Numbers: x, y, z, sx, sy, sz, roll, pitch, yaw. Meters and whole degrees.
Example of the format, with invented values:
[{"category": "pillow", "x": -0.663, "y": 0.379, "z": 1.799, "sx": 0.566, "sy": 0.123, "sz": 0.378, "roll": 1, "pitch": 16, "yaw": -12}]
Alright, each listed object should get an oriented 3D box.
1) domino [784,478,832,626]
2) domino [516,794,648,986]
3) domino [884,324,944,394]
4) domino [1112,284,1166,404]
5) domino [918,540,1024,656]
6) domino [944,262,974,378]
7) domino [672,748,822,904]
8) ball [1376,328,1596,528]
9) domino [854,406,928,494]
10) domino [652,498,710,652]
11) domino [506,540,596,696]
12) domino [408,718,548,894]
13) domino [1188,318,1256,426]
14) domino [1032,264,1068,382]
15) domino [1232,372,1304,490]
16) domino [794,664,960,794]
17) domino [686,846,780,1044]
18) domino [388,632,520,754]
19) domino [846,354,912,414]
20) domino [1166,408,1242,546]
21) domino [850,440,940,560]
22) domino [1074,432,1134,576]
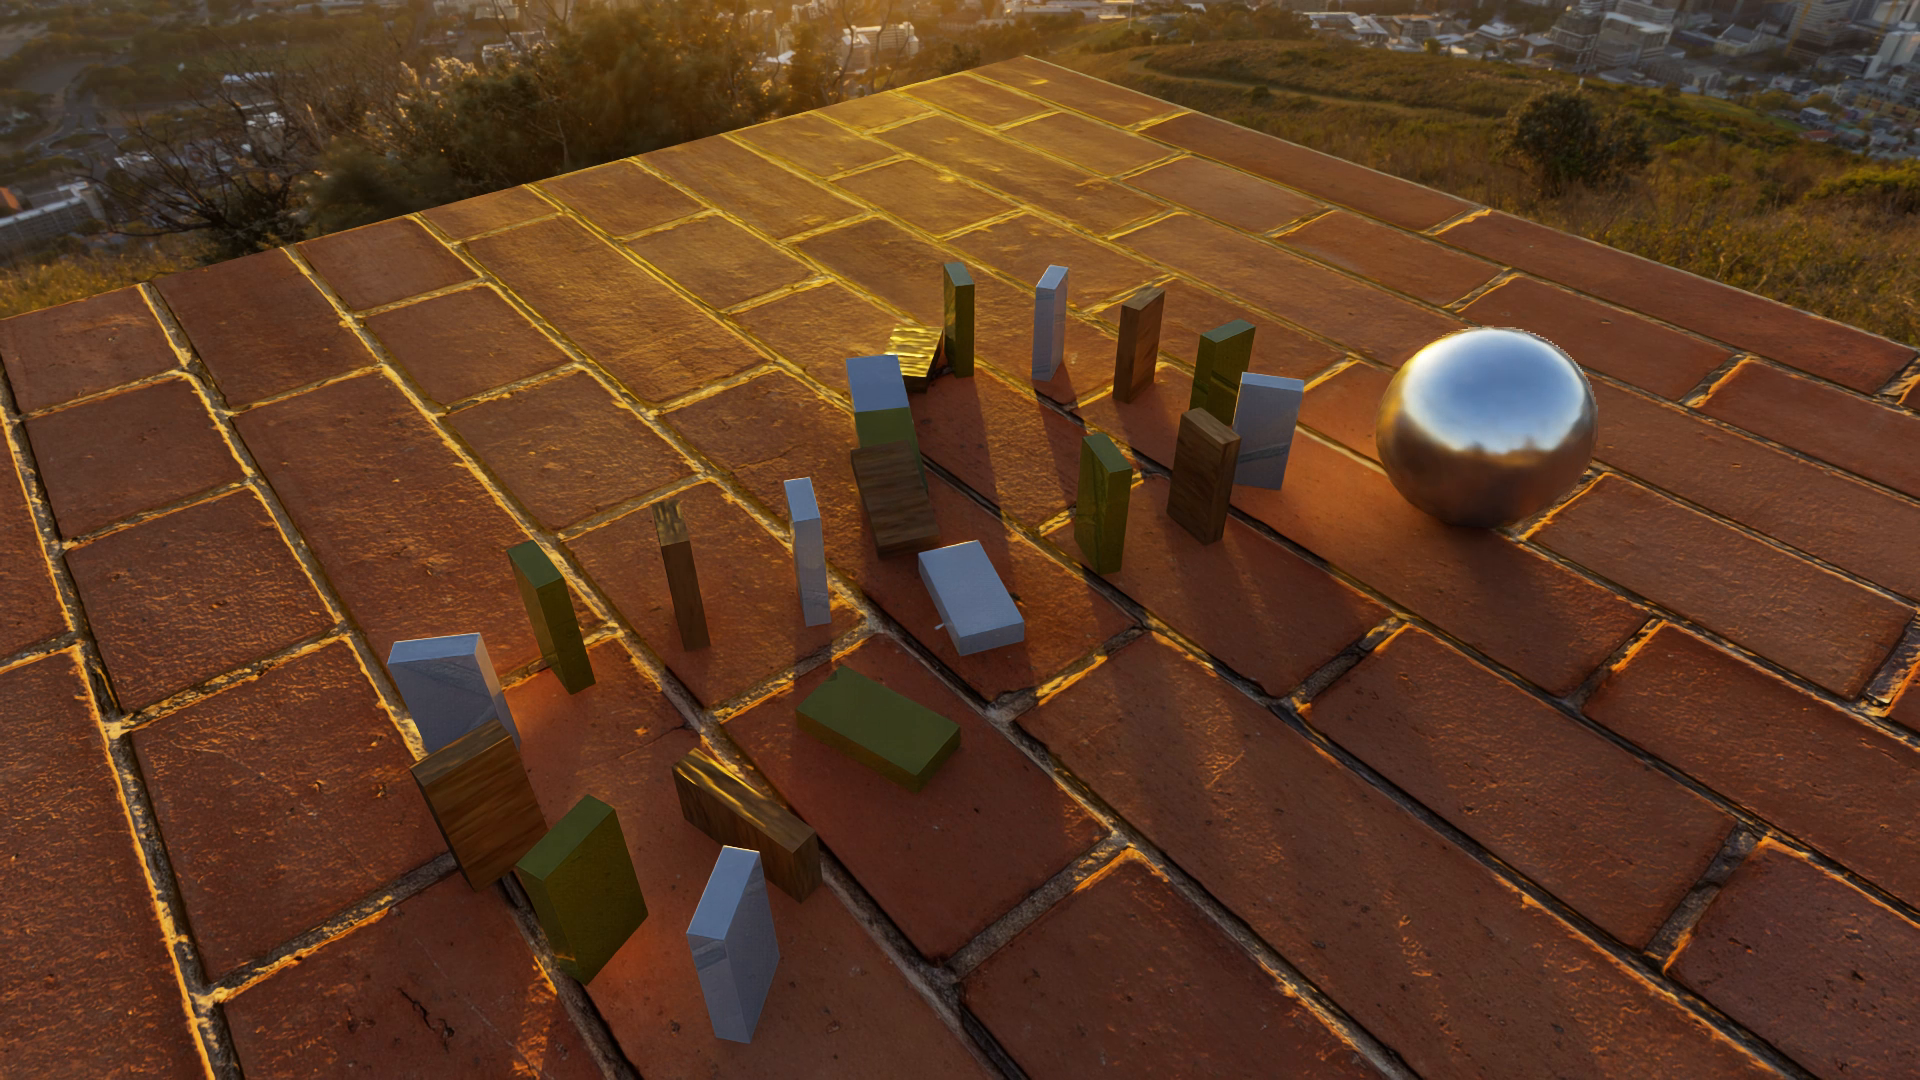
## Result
[{"category": "domino", "x": -0.056, "y": 0.005, "z": 0.406, "sx": 0.010, "sy": 0.050, "sz": 0.025, "roll": -9, "pitch": 40, "yaw": -11}, {"category": "domino", "x": -0.100, "y": 0.095, "z": 0.296, "sx": 0.009, "sy": 0.050, "sz": 0.025, "roll": 20, "pitch": 43, "yaw": 22}, {"category": "domino", "x": -0.025, "y": -0.092, "z": 0.556, "sx": 0.025, "sy": 0.010, "sz": 0.050, "roll": 6, "pitch": 40, "yaw": 7}, {"category": "domino", "x": 0.085, "y": -0.093, "z": 0.525, "sx": 0.009, "sy": 0.050, "sz": 0.025, "roll": 24, "pitch": 45, "yaw": 27}, {"category": "domino", "x": 0.004, "y": 0.021, "z": 0.418, "sx": 0.025, "sy": 0.010, "sz": 0.050, "roll": -12, "pitch": 41, "yaw": -15}, {"category": "domino", "x": -0.001, "y": -0.109, "z": 0.544, "sx": 0.010, "sy": 0.050, "sz": 0.025, "roll": -8, "pitch": 40, "yaw": -10}, {"category": "domino", "x": -0.064, "y": 0.085, "z": 0.328, "sx": 0.050, "sy": 0.025, "sz": 0.009, "roll": 26, "pitch": 46, "yaw": 28}, {"category": "ball", "x": 0.210, "y": -0.045, "z": 0.443, "sx": 0.080, "sy": 0.080, "sz": 0.080, "roll": 0, "pitch": 39, "yaw": 0}, {"category": "domino", "x": -0.030, "y": -0.036, "z": 0.480, "sx": 0.025, "sy": 0.010, "sz": 0.050, "roll": -7, "pitch": 51, "yaw": -9}, {"category": "domino", "x": -0.100, "y": 0.013, "z": 0.396, "sx": 0.010, "sy": 0.050, "sz": 0.025, "roll": -13, "pitch": 41, "yaw": -15}, {"category": "domino", "x": -0.140, "y": 0.027, "z": 0.378, "sx": 0.010, "sy": 0.050, "sz": 0.025, "roll": -27, "pitch": 46, "yaw": -29}, {"category": "domino", "x": -0.137, "y": 0.077, "z": 0.317, "sx": 0.025, "sy": 0.050, "sz": 0.010, "roll": -32, "pitch": 49, "yaw": -33}, {"category": "domino", "x": 0.118, "y": -0.073, "z": 0.501, "sx": 0.025, "sy": 0.050, "sz": 0.009, "roll": -25, "pitch": 45, "yaw": -27}, {"category": "domino", "x": 0.044, "y": -0.106, "z": 0.541, "sx": 0.010, "sy": 0.050, "sz": 0.025, "roll": 12, "pitch": 41, "yaw": 15}, {"category": "domino", "x": 0.128, "y": -0.046, "z": 0.467, "sx": 0.025, "sy": 0.050, "sz": 0.009, "roll": 10, "pitch": 40, "yaw": 12}, {"category": "domino", "x": -0.027, "y": 0.062, "z": 0.367, "sx": 0.050, "sy": 0.010, "sz": 0.025, "roll": 23, "pitch": 45, "yaw": 26}, {"category": "domino", "x": -0.057, "y": 0.105, "z": 0.283, "sx": 0.010, "sy": 0.050, "sz": 0.025, "roll": 7, "pitch": 40, "yaw": 9}, {"category": "domino", "x": -0.159, "y": 0.052, "z": 0.348, "sx": 0.025, "sy": 0.050, "sz": 0.009, "roll": -6, "pitch": 40, "yaw": -7}, {"category": "domino", "x": -0.038, "y": -0.066, "z": 0.516, "sx": 0.025, "sy": 0.010, "sz": 0.050, "roll": -7, "pitch": 52, "yaw": -9}, {"category": "domino", "x": 0.097, "y": -0.025, "z": 0.442, "sx": 0.010, "sy": 0.050, "sz": 0.025, "roll": -19, "pitch": 43, "yaw": -22}, {"category": "domino", "x": -0.027, "y": -0.017, "z": 0.453, "sx": 0.025, "sy": 0.010, "sz": 0.050, "roll": -12, "pitch": 58, "yaw": -12}, {"category": "domino", "x": 0.055, "y": -0.014, "z": 0.428, "sx": 0.009, "sy": 0.050, "sz": 0.025, "roll": -12, "pitch": 41, "yaw": -14}]
